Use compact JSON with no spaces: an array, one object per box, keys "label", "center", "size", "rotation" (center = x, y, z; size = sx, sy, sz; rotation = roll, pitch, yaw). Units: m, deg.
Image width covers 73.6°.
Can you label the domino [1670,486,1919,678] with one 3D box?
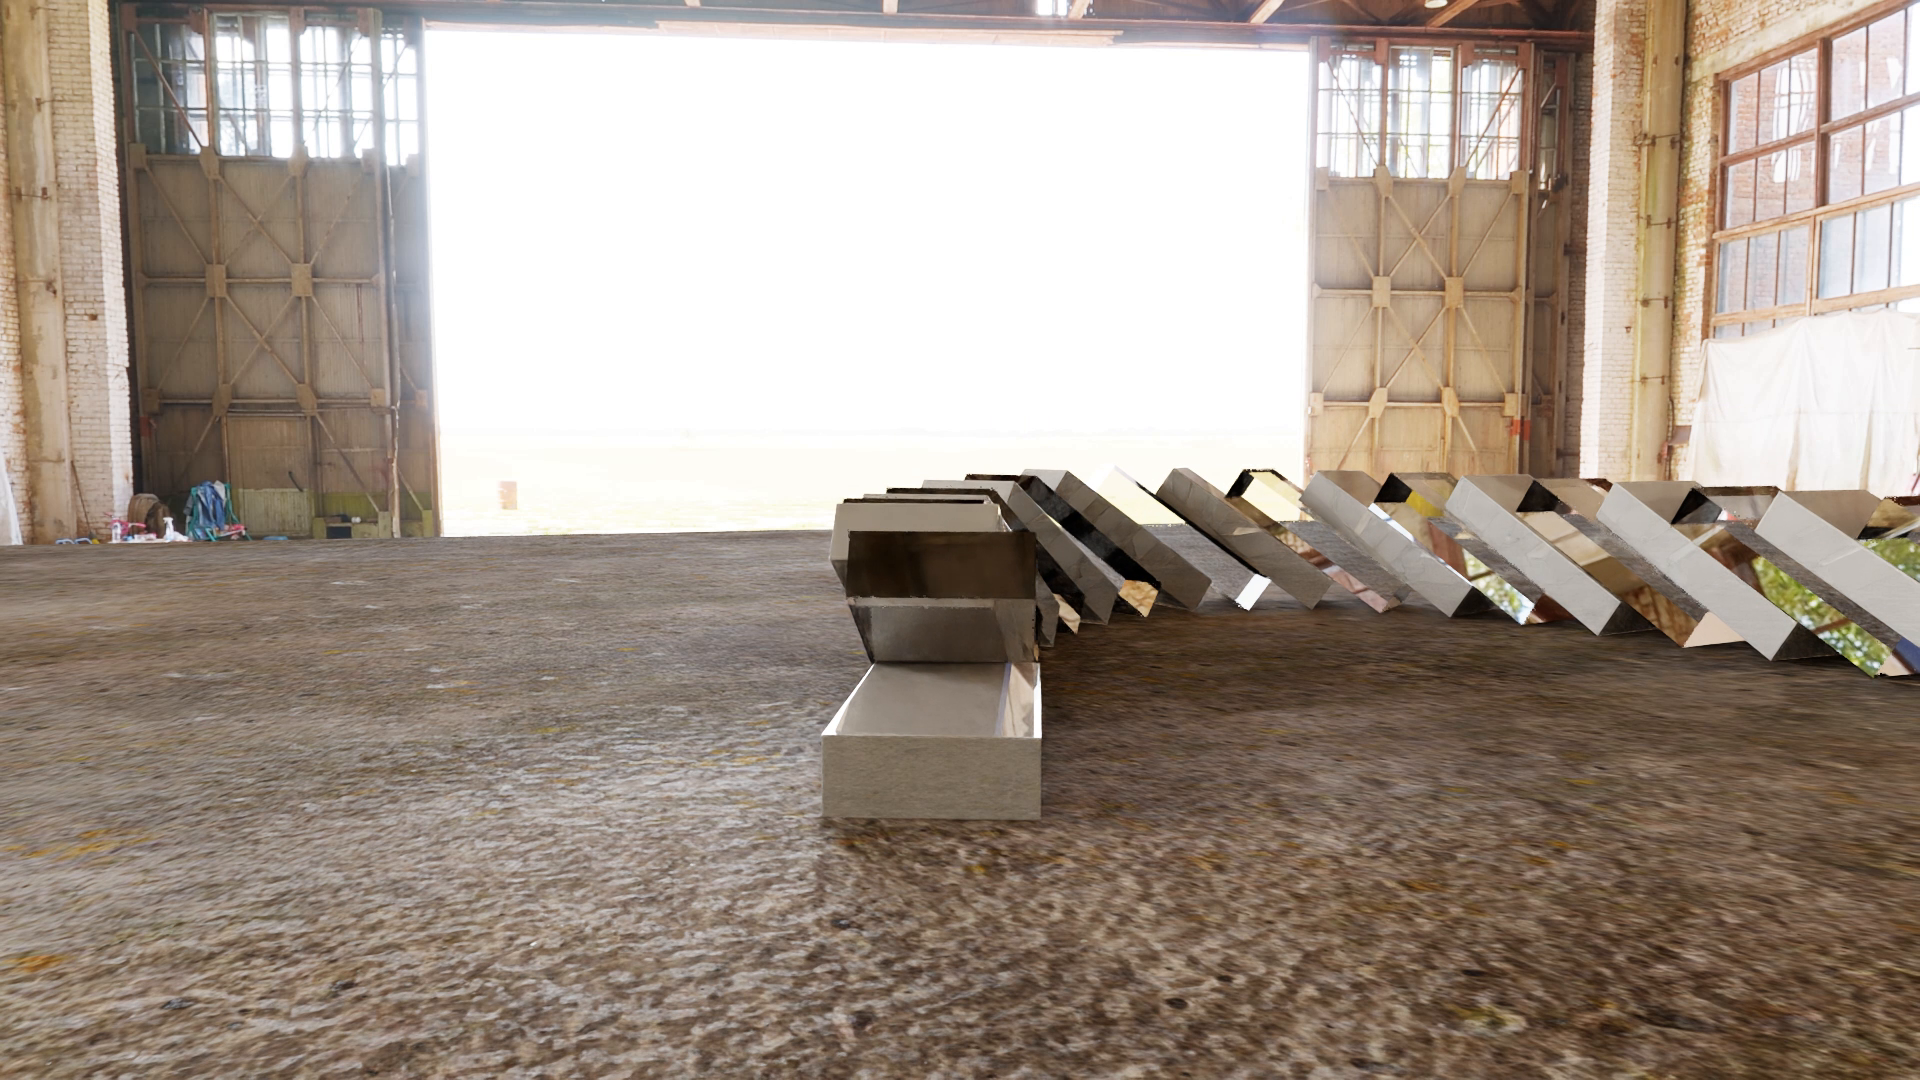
[{"label":"domino","center":[0.171,0.007,0.255],"size":[0.025,0.009,0.050],"rotation":[-2,35,-22]}]

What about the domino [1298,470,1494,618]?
[{"label":"domino","center":[0.115,0.000,0.333],"size":[0.025,0.009,0.050],"rotation":[-3,38,-46]}]

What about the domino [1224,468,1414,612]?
[{"label":"domino","center":[0.096,-0.001,0.341],"size":[0.050,0.010,0.025],"rotation":[40,22,23]}]

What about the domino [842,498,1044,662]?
[{"label":"domino","center":[-0.002,0.008,0.235],"size":[0.025,0.009,0.050],"rotation":[1,-26,17]}]

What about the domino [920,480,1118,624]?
[{"label":"domino","center":[0.013,0.003,0.294],"size":[0.025,0.009,0.050],"rotation":[3,-27,38]}]

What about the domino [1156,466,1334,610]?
[{"label":"domino","center":[0.077,-0.001,0.344],"size":[0.050,0.010,0.025],"rotation":[37,14,12]}]

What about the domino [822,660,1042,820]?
[{"label":"domino","center":[-0.002,0.025,0.170],"size":[0.025,0.010,0.050],"rotation":[0,4,3]}]

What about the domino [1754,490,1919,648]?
[{"label":"domino","center":[0.178,0.008,0.237],"size":[0.025,0.010,0.050],"rotation":[-2,35,-22]}]

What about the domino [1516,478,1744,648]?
[{"label":"domino","center":[0.154,0.004,0.289],"size":[0.025,0.009,0.050],"rotation":[-2,36,-27]}]

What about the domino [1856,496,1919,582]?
[{"label":"domino","center":[0.185,0.010,0.219],"size":[0.025,0.010,0.050],"rotation":[-2,34,-22]}]

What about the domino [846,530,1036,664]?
[{"label":"domino","center":[-0.001,0.013,0.193],"size":[0.025,0.010,0.050],"rotation":[0,-22,3]}]

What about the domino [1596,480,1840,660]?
[{"label":"domino","center":[0.164,0.005,0.273],"size":[0.025,0.009,0.050],"rotation":[-2,36,-22]}]

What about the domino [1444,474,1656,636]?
[{"label":"domino","center":[0.143,0.002,0.306],"size":[0.025,0.009,0.050],"rotation":[-2,37,-30]}]

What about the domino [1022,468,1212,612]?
[{"label":"domino","center":[0.038,0.000,0.328],"size":[0.050,0.009,0.025],"rotation":[35,-9,-20]}]

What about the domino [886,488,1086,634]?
[{"label":"domino","center":[0.006,0.005,0.275],"size":[0.025,0.009,0.050],"rotation":[2,-26,30]}]

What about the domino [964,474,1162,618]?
[{"label":"domino","center":[0.024,0.001,0.312],"size":[0.050,0.009,0.025],"rotation":[38,-20,-34]}]

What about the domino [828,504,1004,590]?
[{"label":"domino","center":[-0.004,0.010,0.214],"size":[0.025,0.009,0.050],"rotation":[1,-26,9]}]

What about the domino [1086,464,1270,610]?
[{"label":"domino","center":[0.056,-0.001,0.339],"size":[0.050,0.009,0.025],"rotation":[36,2,-4]}]

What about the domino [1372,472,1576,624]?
[{"label":"domino","center":[0.131,0.001,0.321],"size":[0.025,0.009,0.050],"rotation":[-2,37,-36]}]

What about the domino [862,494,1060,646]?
[{"label":"domino","center":[0.001,0.007,0.255],"size":[0.025,0.010,0.050],"rotation":[2,-25,22]}]
